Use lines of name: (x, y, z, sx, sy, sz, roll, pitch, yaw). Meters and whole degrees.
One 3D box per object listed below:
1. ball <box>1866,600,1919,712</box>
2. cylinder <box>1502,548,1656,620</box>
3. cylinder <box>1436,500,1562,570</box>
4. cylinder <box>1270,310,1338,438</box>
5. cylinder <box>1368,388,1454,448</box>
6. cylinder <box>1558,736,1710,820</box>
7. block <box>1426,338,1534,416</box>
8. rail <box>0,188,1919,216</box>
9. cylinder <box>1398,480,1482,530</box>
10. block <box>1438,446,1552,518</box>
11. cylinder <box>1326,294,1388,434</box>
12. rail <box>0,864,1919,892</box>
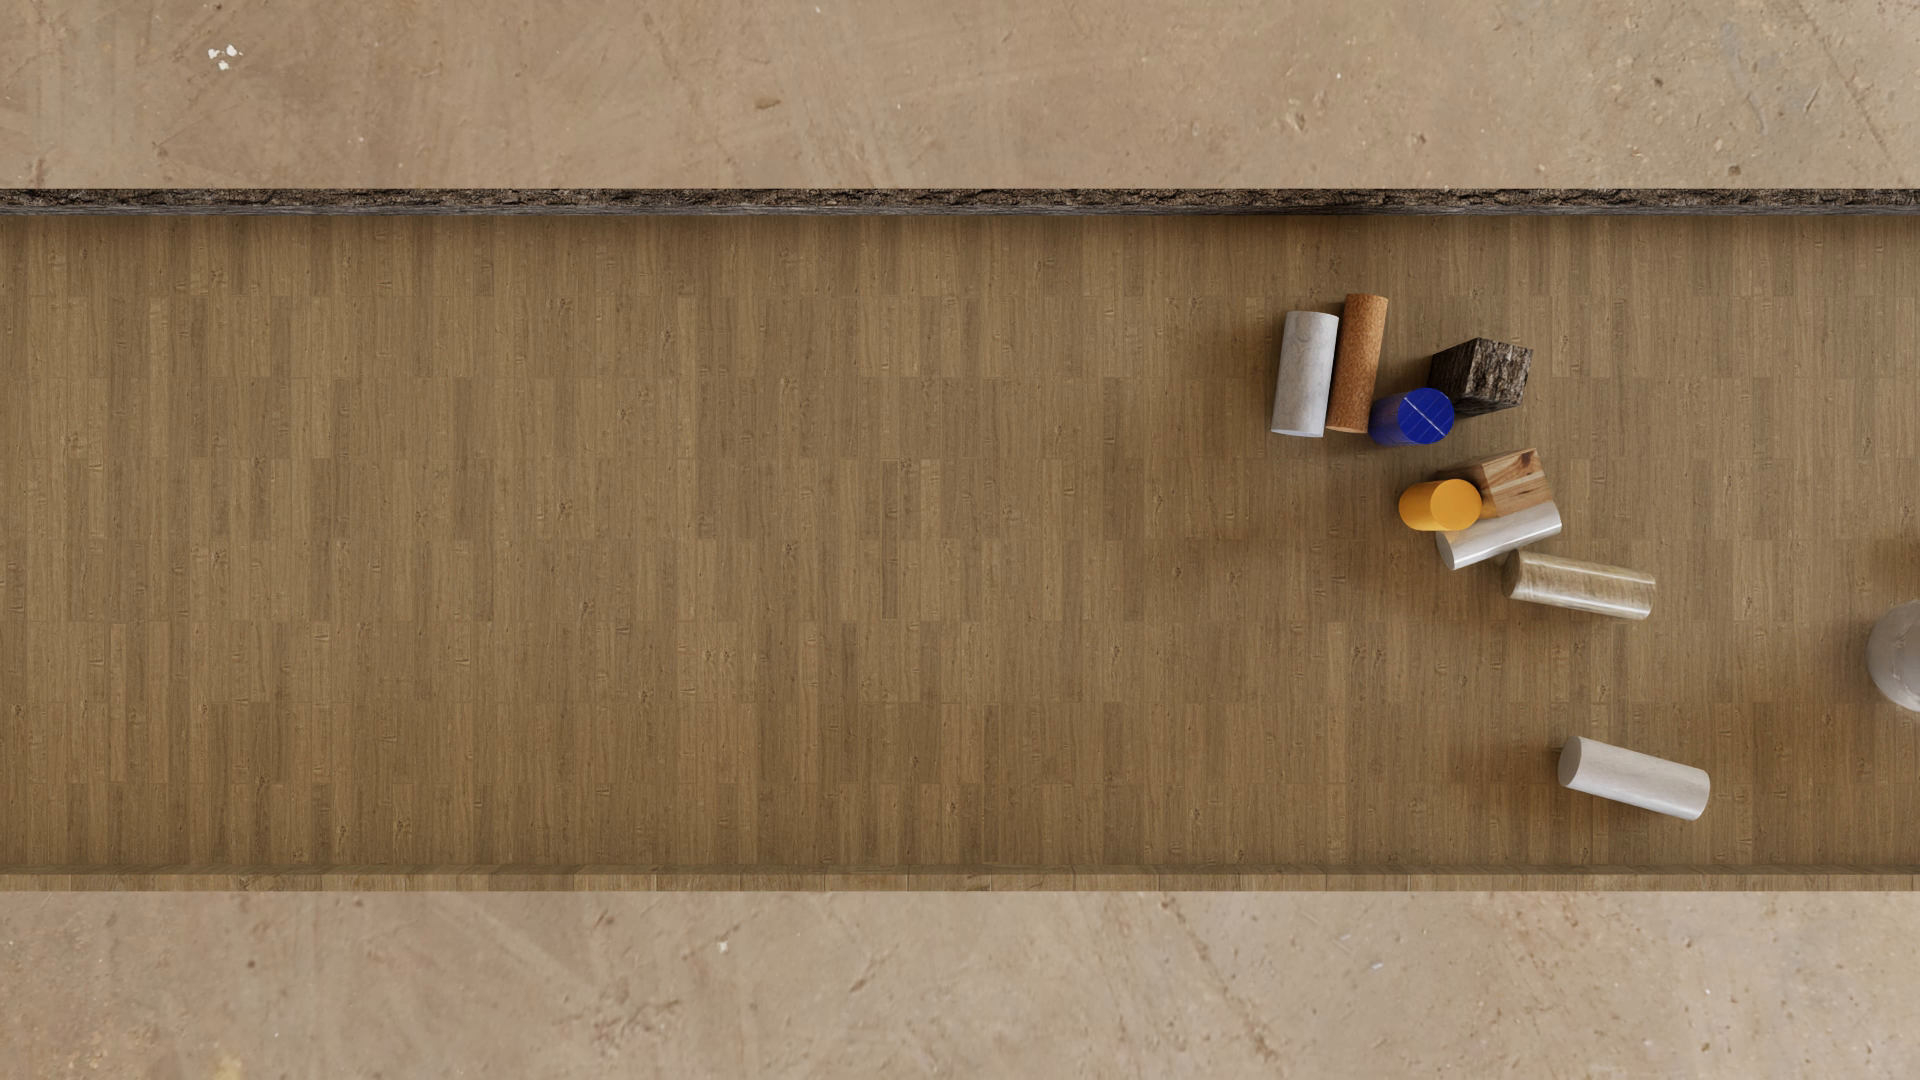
ball: (2.891, 0.346, 4.905, 0.342, 0.342, 0.342, 0, 90, 0)
cylinder: (1.873, 0.135, 5.001, 0.411, 0.151, 0.151, 10, 90, 0)
cylinder: (1.633, -0.027, 5.009, 0.339, 0.135, 0.135, -19, 90, 0)
cylinder: (1.044, -0.501, 4.998, 0.157, 0.157, 0.359, 8, 90, 0)
cylinder: (1.322, -0.358, 4.867, 0.160, 0.412, 0.160, 0, 92, 2)
cylinder: (2.038, 0.721, 4.997, 0.397, 0.159, 0.159, 15, 90, 0)
block: (1.517, -0.475, 4.857, 0.161, 0.440, 0.161, 13, 90, 0)
rail: (-2.247, -1.025, 5.002, 12.000, 0.150, 0.050, 0, 90, 0)
cylinder: (1.424, -0.102, 4.905, 0.148, 0.343, 0.148, 0, 90, 0)
block: (1.572, -0.163, 4.870, 0.160, 0.411, 0.160, -18, 90, -1)
cylinder: (1.206, -0.535, 5.014, 0.125, 0.125, 0.406, 9, 90, 0)
rail: (-2.247, 1.025, 5.001, 12.000, 0.150, 0.050, 0, 90, 0)
